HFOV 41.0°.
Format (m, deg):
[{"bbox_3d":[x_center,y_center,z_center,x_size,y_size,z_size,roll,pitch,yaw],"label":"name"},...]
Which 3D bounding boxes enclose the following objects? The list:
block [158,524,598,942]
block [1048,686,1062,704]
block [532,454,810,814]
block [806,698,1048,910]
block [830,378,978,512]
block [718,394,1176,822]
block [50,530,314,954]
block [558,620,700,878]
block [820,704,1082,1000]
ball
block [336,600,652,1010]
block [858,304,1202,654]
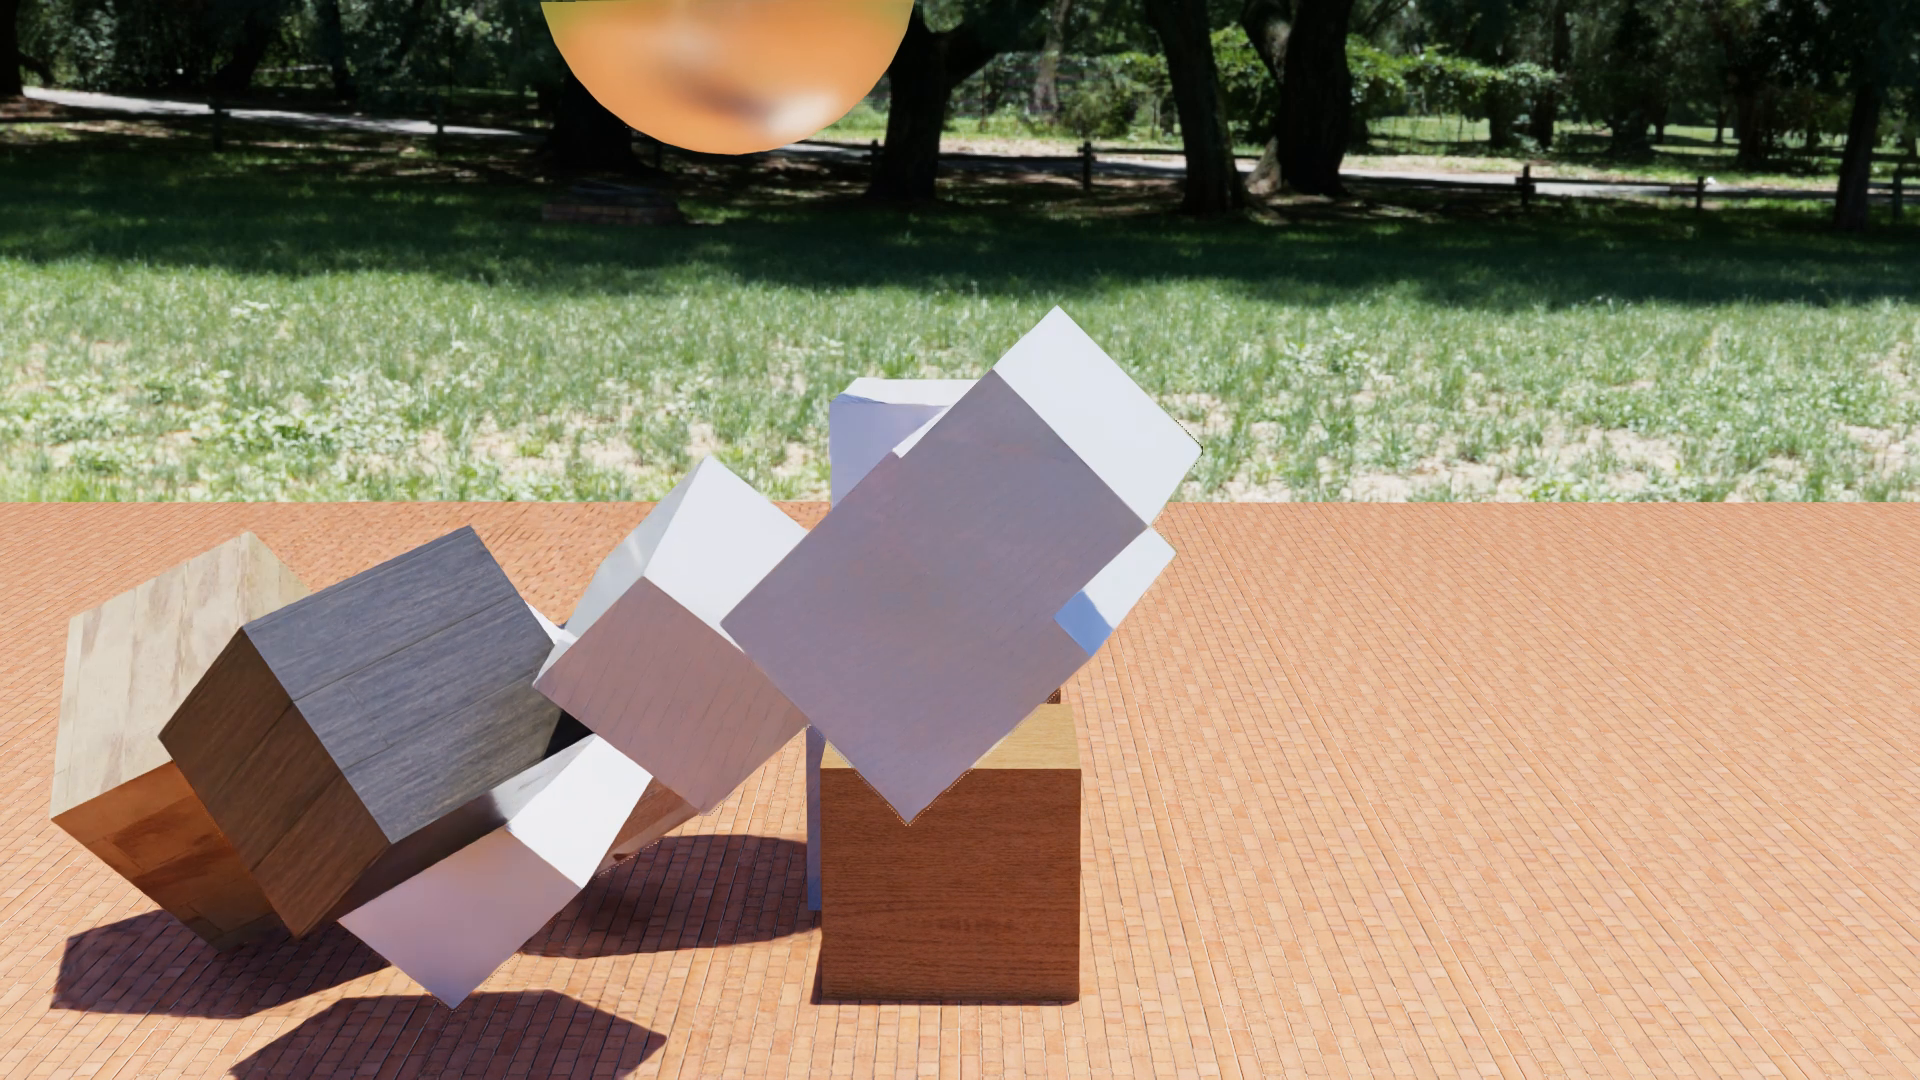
[{"bbox_3d":[-1.806,0.596,8.062,0.917,0.787,0.722,-29,-10,-47],"label":"block"},{"bbox_3d":[-0.010,0.786,12.329,0.948,1.043,1.065,0,10,0],"label":"block"},{"bbox_3d":[-0.782,0.290,7.922,0.670,0.616,0.649,39,35,-13],"label":"block"},{"bbox_3d":[-0.124,0.996,11.247,0.981,1.016,0.948,1,10,4],"label":"block"},{"bbox_3d":[-0.053,-0.165,11.746,0.956,1.036,0.943,1,10,5],"label":"block"},{"bbox_3d":[-0.015,0.136,7.363,0.759,0.762,0.918,-44,0,26],"label":"block"},{"bbox_3d":[-2.915,0.816,10.313,0.869,1.040,1.061,-25,44,11],"label":"block"},{"bbox_3d":[-1.554,0.837,10.747,0.786,0.789,0.828,-31,15,16],"label":"block"},{"bbox_3d":[-0.031,1.224,10.260,0.986,0.920,1.010,0,10,1],"label":"block"},{"bbox_3d":[-0.971,-2.422,10.740,1.600,1.600,1.600,0,10,0],"label":"ball"},{"bbox_3d":[-1.793,0.866,9.181,0.947,1.004,0.889,-43,12,37],"label":"block"},{"bbox_3d":[0.191,-0.166,6.632,0.520,0.544,0.614,-44,2,26],"label":"block"}]
